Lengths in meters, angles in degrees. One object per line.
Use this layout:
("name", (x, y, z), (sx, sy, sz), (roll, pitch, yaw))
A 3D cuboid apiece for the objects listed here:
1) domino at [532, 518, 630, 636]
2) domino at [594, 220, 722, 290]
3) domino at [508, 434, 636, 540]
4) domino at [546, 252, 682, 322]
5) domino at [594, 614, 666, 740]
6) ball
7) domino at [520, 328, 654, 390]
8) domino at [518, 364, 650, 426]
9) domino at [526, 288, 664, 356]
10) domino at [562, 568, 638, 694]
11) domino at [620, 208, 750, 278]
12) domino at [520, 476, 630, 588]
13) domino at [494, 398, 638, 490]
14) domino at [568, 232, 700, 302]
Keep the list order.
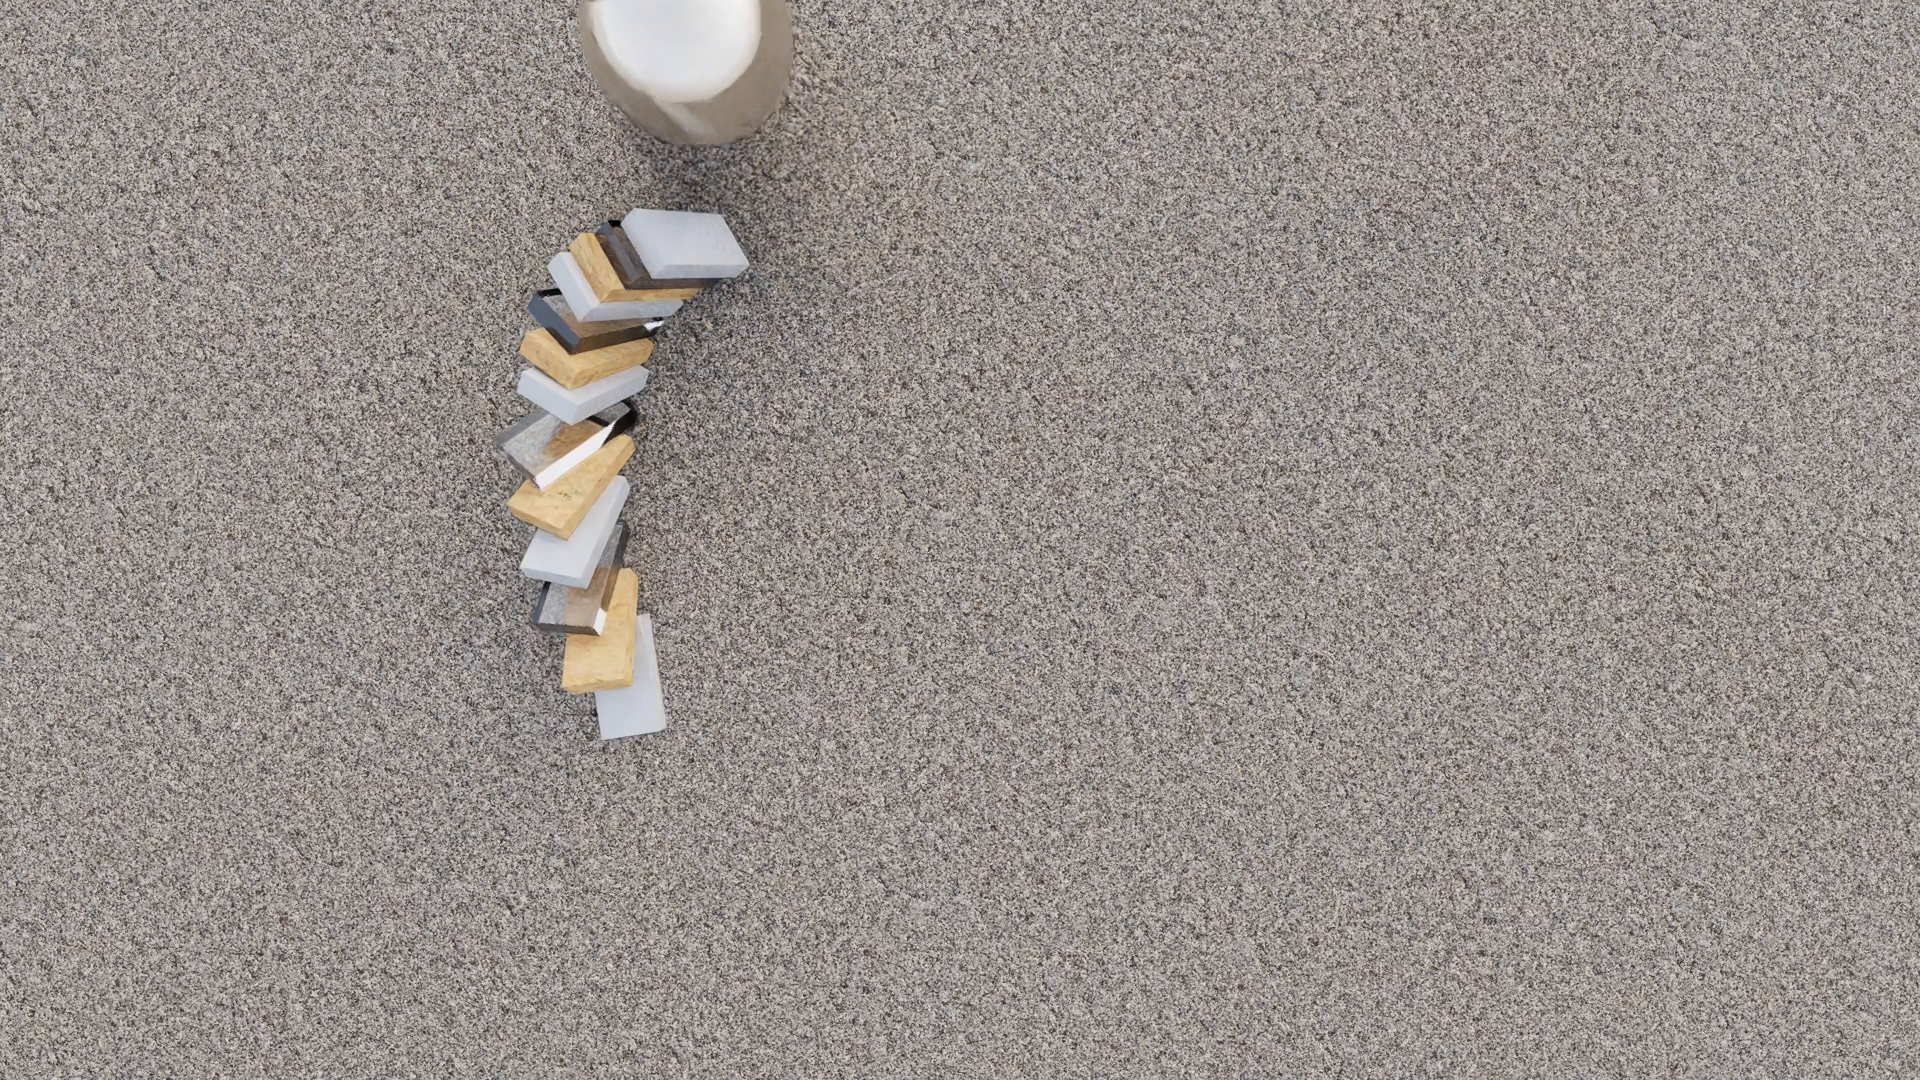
("domino", (-0.158, 0.014, 0.384), (0.025, 0.010, 0.050), (5, 62, 0))
("domino", (-0.122, -0.117, 0.376), (0.009, 0.050, 0.025), (-30, 90, 31))
("domino", (-0.162, -0.027, 0.383), (0.025, 0.010, 0.050), (24, 61, 4))
("domino", (-0.140, -0.104, 0.376), (0.010, 0.050, 0.025), (-30, 90, 31))
("domino", (-0.144, 0.059, 0.395), (0.025, 0.010, 0.050), (-9, 90, 0))
("ball", (-0.106, -0.197, 0.360), (0.080, 0.080, 0.080), (0, 90, 0))
("domino", (-0.152, -0.079, 0.376), (0.025, 0.050, 0.009), (37, 120, 0))
("domino", (-0.153, -0.065, 0.376), (0.025, 0.050, 0.009), (31, 120, 0))
("domino", (-0.148, -0.092, 0.376), (0.025, 0.050, 0.010), (47, 120, 0))
("domino", (-0.150, 0.038, 0.383), (0.025, 0.009, 0.050), (-8, 61, 0))
("domino", (-0.112, -0.121, 0.376), (0.010, 0.050, 0.025), (-30, 90, 31))
("domino", (-0.160, -0.006, 0.383), (0.025, 0.009, 0.050), (11, 60, 2))
("domino", (-0.163, -0.046, 0.381), (0.025, 0.010, 0.050), (39, 61, 13))
("domino", (-0.132, -0.112, 0.376), (0.010, 0.050, 0.025), (-30, 90, 31))
